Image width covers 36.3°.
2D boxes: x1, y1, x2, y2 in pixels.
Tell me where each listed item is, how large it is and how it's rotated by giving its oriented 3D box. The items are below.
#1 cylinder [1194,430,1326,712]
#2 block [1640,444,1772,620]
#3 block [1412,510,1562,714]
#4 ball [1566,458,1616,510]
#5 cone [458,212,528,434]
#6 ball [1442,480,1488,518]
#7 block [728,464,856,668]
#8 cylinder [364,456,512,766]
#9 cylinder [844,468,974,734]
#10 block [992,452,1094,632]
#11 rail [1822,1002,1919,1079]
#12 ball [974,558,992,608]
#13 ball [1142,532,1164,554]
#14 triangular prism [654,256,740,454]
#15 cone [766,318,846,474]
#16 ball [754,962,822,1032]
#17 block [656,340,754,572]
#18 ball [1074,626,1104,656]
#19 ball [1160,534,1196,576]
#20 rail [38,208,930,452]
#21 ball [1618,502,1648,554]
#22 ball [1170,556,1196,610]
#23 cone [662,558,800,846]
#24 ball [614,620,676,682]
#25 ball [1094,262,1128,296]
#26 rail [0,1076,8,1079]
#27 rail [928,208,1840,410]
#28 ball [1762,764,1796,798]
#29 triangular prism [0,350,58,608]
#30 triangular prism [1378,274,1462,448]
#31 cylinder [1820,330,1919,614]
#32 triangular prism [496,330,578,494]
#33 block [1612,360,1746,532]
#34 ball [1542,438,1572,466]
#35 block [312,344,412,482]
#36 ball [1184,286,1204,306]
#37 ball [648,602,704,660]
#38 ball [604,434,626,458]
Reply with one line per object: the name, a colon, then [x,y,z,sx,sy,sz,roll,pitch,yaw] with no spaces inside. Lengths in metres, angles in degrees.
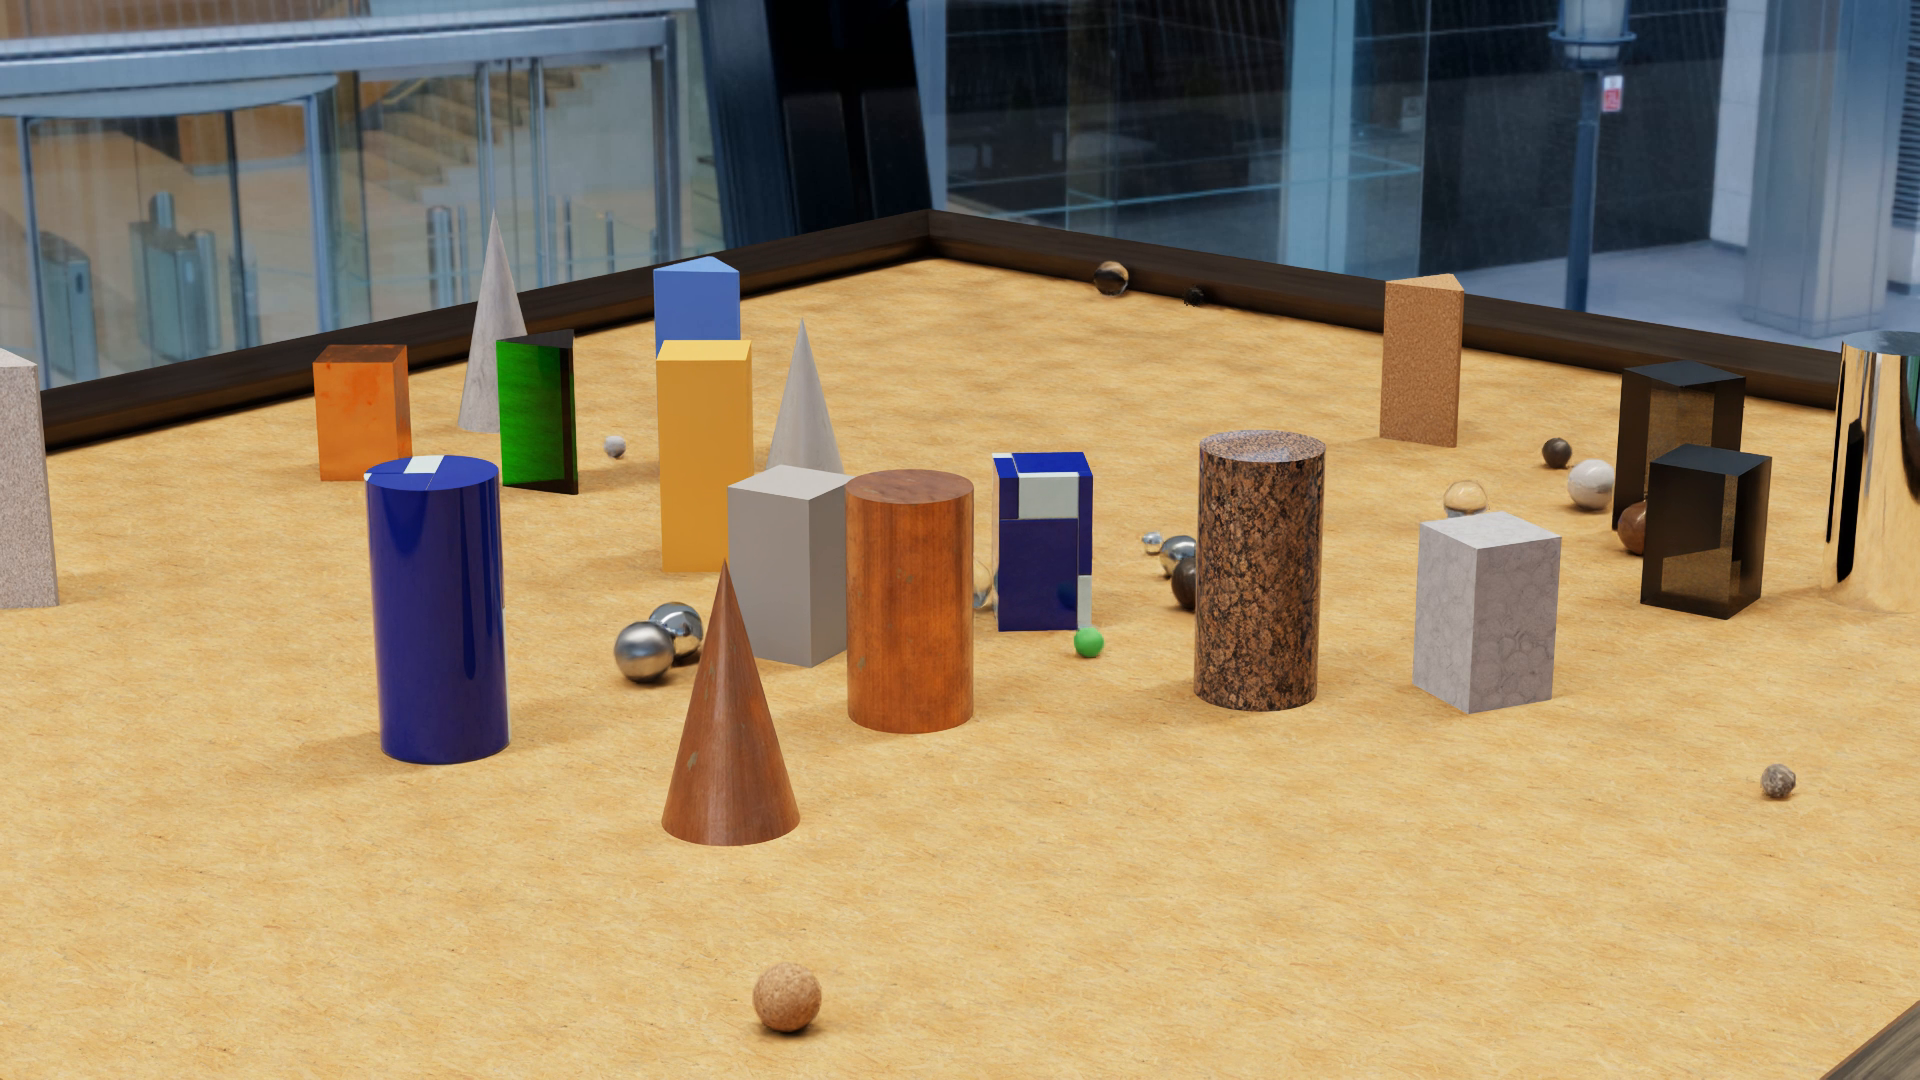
cylinder: [0.469,0.047,4.599,0.196,0.402,0.196,0,17,0]
block: [1.288,-0.016,5.064,0.157,0.254,0.157,12,20,34]
block: [0.827,0.112,4.613,0.157,0.269,0.157,-8,18,-24]
ball: [1.216,-0.107,5.636,0.098,0.098,0.098,0,17,0]
cone: [-0.979,-0.476,6.223,0.196,0.466,0.196,0,17,0]
ball: [0.955,-0.072,5.542,0.084,0.084,0.084,0,17,0]
block: [-0.270,0.041,4.821,0.157,0.284,0.157,9,19,29]
cylinder: [-0.777,0.103,4.375,0.196,0.423,0.196,0,17,0]
cylinder: [-0.077,0.093,4.510,0.196,0.365,0.196,0,17,0]
block: [0.138,0.002,4.979,0.157,0.269,0.157,-1,17,-4]
rail: [1.534,0.416,3.845,0.045,0.127,4.469,14,22,39]
ball: [0.008,0.074,5.041,0.094,0.094,0.094,0,17,0]
ball: [0.352,0.005,5.362,0.042,0.042,0.042,0,17,0]
triangular prism: [-0.512,-0.353,5.906,0.170,0.413,0.147,2,17,6]
cone: [-0.296,-0.234,5.553,0.196,0.389,0.196,0,17,0]
ball: [-0.205,0.545,3.500,0.082,0.082,0.082,0,17,0]
block: [-0.455,-0.152,5.278,0.157,0.390,0.157,0,17,0]
ball: [0.211,0.167,4.812,0.049,0.049,0.049,0,17,0]
ball: [0.393,0.029,5.222,0.076,0.076,0.076,0,17,0]
rail: [-1.534,-0.353,6.395,0.045,0.127,4.469,14,22,39]
ball: [1.250,-0.022,5.356,0.096,0.096,0.096,0,17,0]
ball: [0.409,0.074,5.045,0.092,0.092,0.092,0,17,0]
cone: [-0.323,0.209,4.085,0.196,0.388,0.196,0,17,0]
ball: [-0.505,0.178,4.692,0.097,0.097,0.097,0,17,0]
ball: [0.388,-0.671,7.522,0.089,0.089,0.089,0,17,0]
rail: [-1.449,0.514,3.522,4.111,0.127,0.045,14,22,39]
rail: [1.449,-0.450,6.718,4.111,0.127,0.045,14,22,39]
ball: [1.178,0.346,4.219,0.048,0.048,0.048,0,17,0]
triangular prism: [-1.655,-0.108,5.067,0.170,0.427,0.147,-3,17,-9]
triangular prism: [0.992,-0.381,6.138,0.170,0.332,0.147,10,19,29]
cylinder: [1.604,-0.118,5.059,0.196,0.453,0.196,0,17,0]
triangular prism: [-0.799,-0.258,5.797,0.170,0.294,0.147,7,18,22]
block: [1.331,-0.159,5.437,0.157,0.311,0.157,-8,19,-26]
ball: [1.208,-0.177,5.937,0.058,0.058,0.058,0,17,0]
block: [-1.196,-0.256,5.879,0.157,0.242,0.157,0,17,0]
ball: [0.592,-0.616,7.410,0.048,0.048,0.048,0,17,0]
ball: [-0.466,0.148,4.792,0.096,0.096,0.096,0,17,0]
ball: [-0.707,-0.193,6.009,0.046,0.046,0.046,0,17,0]
